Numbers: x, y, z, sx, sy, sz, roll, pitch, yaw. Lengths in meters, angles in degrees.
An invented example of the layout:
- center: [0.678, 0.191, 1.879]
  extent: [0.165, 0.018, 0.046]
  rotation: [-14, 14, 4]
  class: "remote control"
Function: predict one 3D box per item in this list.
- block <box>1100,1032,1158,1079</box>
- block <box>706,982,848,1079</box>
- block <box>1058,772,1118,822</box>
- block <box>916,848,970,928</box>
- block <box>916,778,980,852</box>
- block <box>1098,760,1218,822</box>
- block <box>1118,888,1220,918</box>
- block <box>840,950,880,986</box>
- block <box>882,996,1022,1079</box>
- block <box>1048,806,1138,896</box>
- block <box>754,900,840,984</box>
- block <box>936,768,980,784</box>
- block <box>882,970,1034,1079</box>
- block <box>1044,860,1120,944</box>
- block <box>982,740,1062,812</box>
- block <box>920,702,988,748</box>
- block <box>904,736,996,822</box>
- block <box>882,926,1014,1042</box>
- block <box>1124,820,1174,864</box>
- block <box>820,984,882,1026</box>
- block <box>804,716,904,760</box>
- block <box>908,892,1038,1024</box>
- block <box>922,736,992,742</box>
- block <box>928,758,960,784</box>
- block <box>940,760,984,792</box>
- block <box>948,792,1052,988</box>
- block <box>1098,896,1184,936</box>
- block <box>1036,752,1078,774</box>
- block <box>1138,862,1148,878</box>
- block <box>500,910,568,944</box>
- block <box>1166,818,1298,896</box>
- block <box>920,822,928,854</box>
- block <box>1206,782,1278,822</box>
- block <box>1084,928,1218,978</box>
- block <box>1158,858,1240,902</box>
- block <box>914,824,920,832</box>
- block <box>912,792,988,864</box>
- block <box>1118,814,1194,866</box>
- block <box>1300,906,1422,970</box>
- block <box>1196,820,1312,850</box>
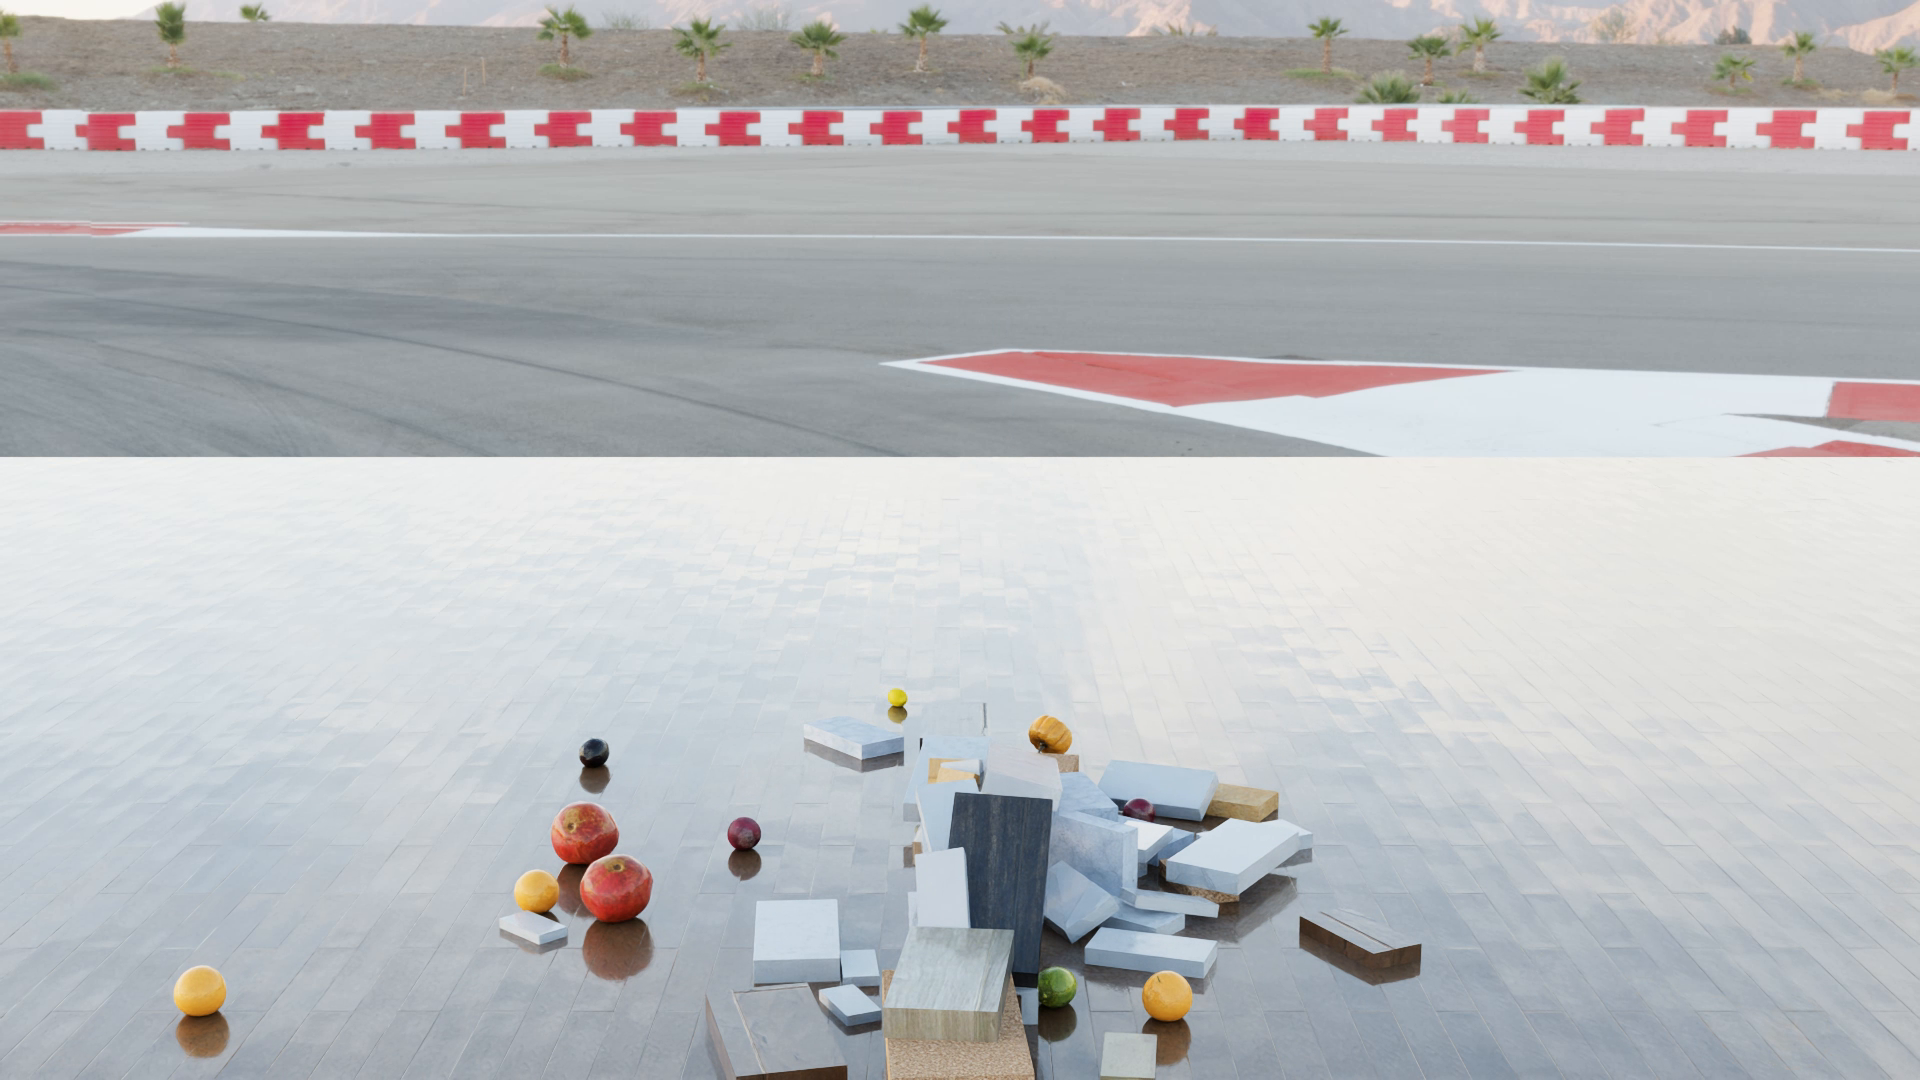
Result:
- center: [0.230, 0.707, 2.981]
  extent: [0.072, 0.020, 0.144]
  rotation: [1, 11, 6]
  class: "block"
- center: [-0.256, 0.689, 3.022]
  extent: [0.148, 0.042, 0.295]
  rotation: [-3, 11, -14]
  class: "block"
- center: [0.202, 0.475, 4.027]
  extent: [0.113, 0.032, 0.226]
  rotation: [-2, 11, -13]
  class: "block"
- center: [-0.025, 0.514, 3.170]
  extent: [0.072, 0.020, 0.144]
  rotation: [-10, 48, 6]
  class: "block"
- center: [-0.006, 0.444, 3.383]
  extent: [0.095, 0.027, 0.190]
  rotation: [-5, 35, -8]
  class: "block"
- center: [0.366, 0.468, 4.117]
  extent: [0.212, 0.030, 0.106]
  rotation: [4, 37, 26]
  class: "block"
- center: [0.336, 0.583, 3.540]
  extent: [0.144, 0.020, 0.072]
  rotation: [9, -1, -17]
  class: "block"
- center: [-0.152, 0.647, 3.322]
  extent: [0.054, 0.015, 0.108]
  rotation: [-1, 11, -6]
  class: "block"
- center: [-0.009, 0.715, 2.857]
  extent: [0.179, 0.051, 0.521]
  rotation: [0, 11, 1]
  class: "block"
- center: [0.164, 0.518, 3.690]
  extent: [0.313, 0.134, 0.038]
  rotation: [10, 14, 42]
  class: "block"
- center: [-0.253, 0.620, 3.409]
  extent: [0.129, 0.036, 0.257]
  rotation: [-1, 11, -4]
  class: "block"
- center: [-0.017, 0.479, 3.877]
  extent: [0.073, 0.147, 0.021]
  rotation: [7, -13, 33]
  class: "block"
- center: [-0.008, 0.656, 2.900]
  extent: [0.179, 0.051, 0.357]
  rotation: [-1, 11, -4]
  class: "block"
- center: [0.171, 0.580, 3.535]
  extent: [0.095, 0.027, 0.190]
  rotation: [-33, 21, -14]
  class: "block"
- center: [0.108, 0.411, 3.866]
  extent: [0.129, 0.036, 0.481]
  rotation: [15, 1, 1]
  class: "block"
- center: [-0.012, 0.384, 4.466]
  extent: [0.135, 0.038, 0.269]
  rotation: [0, 11, 0]
  class: "block"
- center: [-0.018, 0.444, 4.080]
  extent: [0.134, 0.038, 0.267]
  rotation: [3, 22, 7]
  class: "block"
- center: [-0.011, 0.596, 2.968]
  extent: [0.148, 0.042, 0.295]
  rotation: [1, 11, 6]
  class: "block"
- center: [0.304, 0.519, 3.784]
  extent: [0.083, 0.023, 0.166]
  rotation: [5, 9, 21]
  class: "block"
- center: [-0.159, 0.673, 3.182]
  extent: [0.054, 0.015, 0.108]
  rotation: [-5, 12, -24]
  class: "block"
- center: [-0.222, 0.408, 4.564]
  extent: [0.106, 0.030, 0.212]
  rotation: [-8, 13, -37]
  class: "block"
- center: [0.015, 0.622, 3.295]
  extent: [0.179, 0.051, 0.357]
  rotation: [0, 14, -2]
  class: "block"
- center: [-0.004, 0.452, 4.161]
  extent: [0.135, 0.038, 0.269]
  rotation: [0, 22, 0]
  class: "block"
- center: [-0.021, 0.467, 3.940]
  extent: [0.073, 0.147, 0.021]
  rotation: [1, -12, 7]
  class: "block"
- center: [0.008, 0.466, 3.905]
  extent: [0.073, 0.147, 0.021]
  rotation: [-8, -13, 22]
  class: "block"
- center: [0.051, 0.508, 3.215]
  extent: [0.148, 0.042, 0.295]
  rotation: [4, 50, 5]
  class: "block"
- center: [0.268, 0.605, 3.527]
  extent: [0.166, 0.023, 0.083]
  rotation: [8, 13, 38]
  class: "block"
- center: [0.150, 0.476, 4.194]
  extent: [0.113, 0.032, 0.391]
  rotation: [2, 11, 9]
  class: "block"
- center: [0.178, 0.546, 3.804]
  extent: [0.267, 0.038, 0.134]
  rotation: [10, 14, 43]
  class: "block"
- center: [-0.678, 0.615, 3.493]
  extent: [0.108, 0.015, 0.054]
  rotation: [10, 14, 43]
  class: "block"
- center: [0.464, 0.535, 3.729]
  extent: [0.129, 0.036, 0.257]
  rotation: [7, 13, 30]
  class: "block"
- center: [0.014, 0.522, 3.325]
  extent: [0.129, 0.036, 0.257]
  rotation: [-3, 35, -4]
  class: "block"
- center: [0.481, 0.487, 4.139]
  extent: [0.212, 0.030, 0.106]
  rotation: [6, 12, 28]
  class: "block"
- center: [0.293, 0.632, 3.371]
  extent: [0.185, 0.026, 0.093]
  rotation: [4, 11, 19]
  class: "block"
- center: [0.401, 0.572, 3.701]
  extent: [0.083, 0.023, 0.166]
  rotation: [-3, 11, -14]
  class: "block"
- center: [-0.033, 0.532, 3.811]
  extent: [0.054, 0.015, 0.107]
  rotation: [-5, 38, -25]
  class: "block"
- center: [0.007, 0.468, 3.581]
  extent: [0.129, 0.036, 0.294]
  rotation: [1, 9, 7]
  class: "block"
- center: [0.291, 0.528, 3.916]
  extent: [0.226, 0.032, 0.113]
  rotation: [9, 14, 39]
  class: "block"
- center: [0.623, 0.620, 3.433]
  extent: [0.093, 0.026, 0.185]
  rotation: [-6, 12, -27]
  class: "block"
- center: [0.522, 0.533, 3.902]
  extent: [0.185, 0.026, 0.093]
  rotation: [-5, 12, -26]
  class: "block"
